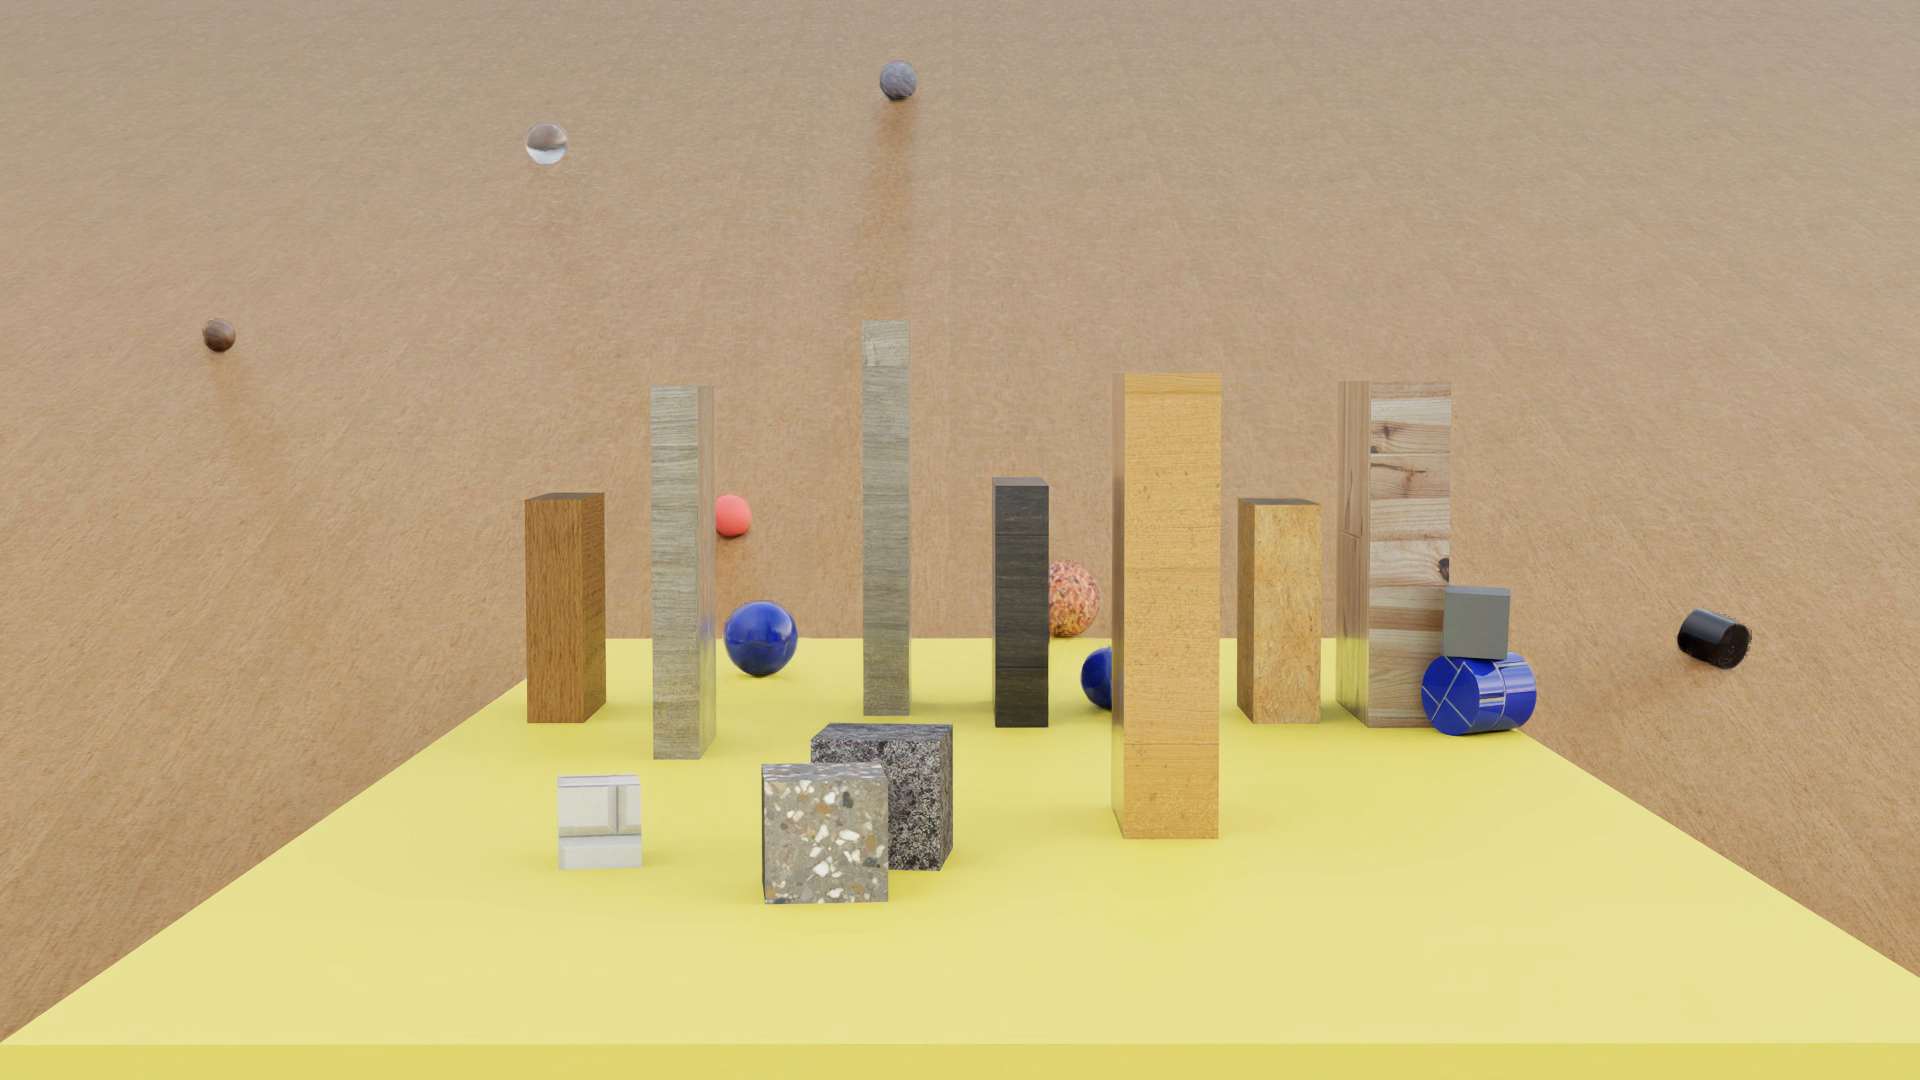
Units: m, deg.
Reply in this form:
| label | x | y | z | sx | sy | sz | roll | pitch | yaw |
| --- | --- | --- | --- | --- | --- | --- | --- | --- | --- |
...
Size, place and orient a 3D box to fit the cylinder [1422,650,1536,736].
| label | x | y | z | sx | sy | sz | roll | pitch | yaw |
| --- | --- | --- | --- | --- | --- | --- | --- | --- | --- |
| cylinder | 0.965 | 0.284 | 4.775 | 0.149 | 0.149 | 0.149 | -2 | 18 | -34 |

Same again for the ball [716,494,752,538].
| label | x | y | z | sx | sy | sz | roll | pitch | yaw |
| --- | --- | --- | --- | --- | --- | --- | --- | --- | --- |
| ball | -0.672 | -0.071 | 7.505 | 0.124 | 0.124 | 0.124 | 0 | 20 | 0 |

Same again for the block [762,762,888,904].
| label | x | y | z | sx | sy | sz | roll | pitch | yaw |
| --- | --- | --- | --- | --- | --- | --- | --- | --- | --- |
| block | -0.175 | 0.373 | 3.289 | 0.154 | 0.154 | 0.154 | 0 | 4 | -6 |

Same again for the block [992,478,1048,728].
| label | x | y | z | sx | sy | sz | roll | pitch | yaw |
| --- | --- | --- | --- | --- | --- | --- | --- | --- | --- |
| block | 0.116 | 0.113 | 5.042 | 0.101 | 0.457 | 0.421 | 0 | 4 | 0 |

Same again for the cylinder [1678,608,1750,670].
| label | x | y | z | sx | sy | sz | roll | pitch | yaw |
| --- | --- | --- | --- | --- | --- | --- | --- | --- | --- |
| cylinder | 1.940 | 0.255 | 6.611 | 0.125 | 0.125 | 0.125 | -13 | 24 | -32 |

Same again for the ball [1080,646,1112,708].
| label | x | y | z | sx | sy | sz | roll | pitch | yaw |
| --- | --- | --- | --- | --- | --- | --- | --- | --- | --- |
| ball | 0.302 | 0.275 | 5.124 | 0.125 | 0.125 | 0.125 | 0 | 20 | 0 |

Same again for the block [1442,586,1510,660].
| label | x | y | z | sx | sy | sz | roll | pitch | yaw |
| --- | --- | --- | --- | --- | --- | --- | --- | --- | --- |
| block | 0.956 | 0.152 | 4.754 | 0.117 | 0.117 | 0.117 | 3 | 6 | 12 |

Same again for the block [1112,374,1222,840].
| label | x | y | z | sx | sy | sz | roll | pitch | yaw |
| --- | --- | --- | --- | --- | --- | --- | --- | --- | --- |
| block | 0.301 | 0.087 | 3.791 | 0.136 | 0.664 | 0.292 | 0 | 4 | 0 |

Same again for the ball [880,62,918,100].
| label | x | y | z | sx | sy | sz | roll | pitch | yaw |
| --- | --- | --- | --- | --- | --- | --- | --- | --- | --- |
| ball | -0.338 | -2.515 | 14.081 | 0.207 | 0.207 | 0.207 | 0 | 20 | 0 |

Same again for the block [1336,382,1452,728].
| label | x | y | z | sx | sy | sz | roll | pitch | yaw |
| --- | --- | --- | --- | --- | --- | --- | --- | --- | --- |
| block | 0.843 | 0.016 | 5.028 | 0.149 | 0.652 | 0.419 | 0 | 4 | 0 |

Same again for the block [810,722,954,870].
| label | x | y | z | sx | sy | sz | roll | pitch | yaw |
| --- | --- | --- | --- | --- | --- | --- | --- | --- | --- |
| block | -0.105 | 0.349 | 3.519 | 0.174 | 0.174 | 0.174 | 0 | 4 | 6 |

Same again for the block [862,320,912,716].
| label | x | y | z | sx | sy | sz | roll | pitch | yaw |
| --- | --- | --- | --- | --- | --- | --- | --- | --- | --- |
| block | -0.145 | -0.049 | 5.132 | 0.090 | 0.771 | 0.277 | 0 | 4 | 0 |

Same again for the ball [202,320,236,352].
| label | x | y | z | sx | sy | sz | roll | pitch | yaw |
| --- | --- | --- | --- | --- | --- | --- | --- | --- | --- |
| ball | -2.700 | -0.743 | 9.359 | 0.115 | 0.115 | 0.115 | 0 | 20 | 0 |

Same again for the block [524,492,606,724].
| label | x | y | z | sx | sy | sz | roll | pitch | yaw |
| --- | --- | --- | --- | --- | --- | --- | --- | --- | --- |
| block | -0.775 | 0.127 | 5.061 | 0.108 | 0.428 | 0.318 | 0 | 4 | 0 |

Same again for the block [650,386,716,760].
| label | x | y | z | sx | sy | sz | roll | pitch | yaw |
| --- | --- | --- | --- | --- | --- | --- | --- | --- | --- |
| block | -0.491 | 0.048 | 4.575 | 0.081 | 0.645 | 0.310 | 0 | 4 | 0 |

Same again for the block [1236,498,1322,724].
| label | x | y | z | sx | sy | sz | roll | pitch | yaw |
| --- | --- | --- | --- | --- | --- | --- | --- | --- | --- |
| block | 0.623 | 0.133 | 5.028 | 0.128 | 0.418 | 0.290 | 0 | 4 | 0 |

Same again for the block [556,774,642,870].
| label | x | y | z | sx | sy | sz | roll | pitch | yaw |
| --- | --- | --- | --- | --- | --- | --- | --- | --- | --- |
| block | -0.492 | 0.383 | 3.496 | 0.110 | 0.110 | 0.110 | -1 | 4 | -10 |

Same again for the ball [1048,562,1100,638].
| label | x | y | z | sx | sy | sz | roll | pitch | yaw |
| --- | --- | --- | --- | --- | --- | --- | --- | --- | --- |
| ball | 0.261 | 0.152 | 6.544 | 0.195 | 0.195 | 0.195 | 0 | 20 | 0 |

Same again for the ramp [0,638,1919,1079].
| label | x | y | z | sx | sy | sz | roll | pitch | yaw |
| --- | --- | --- | --- | --- | --- | --- | --- | --- | --- |
| ramp | 0.047 | 0.424 | 4.534 | 2.000 | 0.100 | 4.000 | 0 | 4 | 0 |

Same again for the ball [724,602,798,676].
| label | x | y | z | sx | sy | sz | roll | pitch | yaw |
| --- | --- | --- | --- | --- | --- | --- | --- | --- | --- |
| ball | -0.442 | 0.219 | 5.702 | 0.166 | 0.166 | 0.166 | 0 | 20 | 0 |

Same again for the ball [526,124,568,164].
| label | x | y | z | sx | sy | sz | roll | pitch | yaw |
| --- | --- | --- | --- | --- | --- | --- | --- | --- | --- |
| ball | -2.007 | -1.924 | 12.472 | 0.200 | 0.200 | 0.200 | 0 | 20 | 0 |
